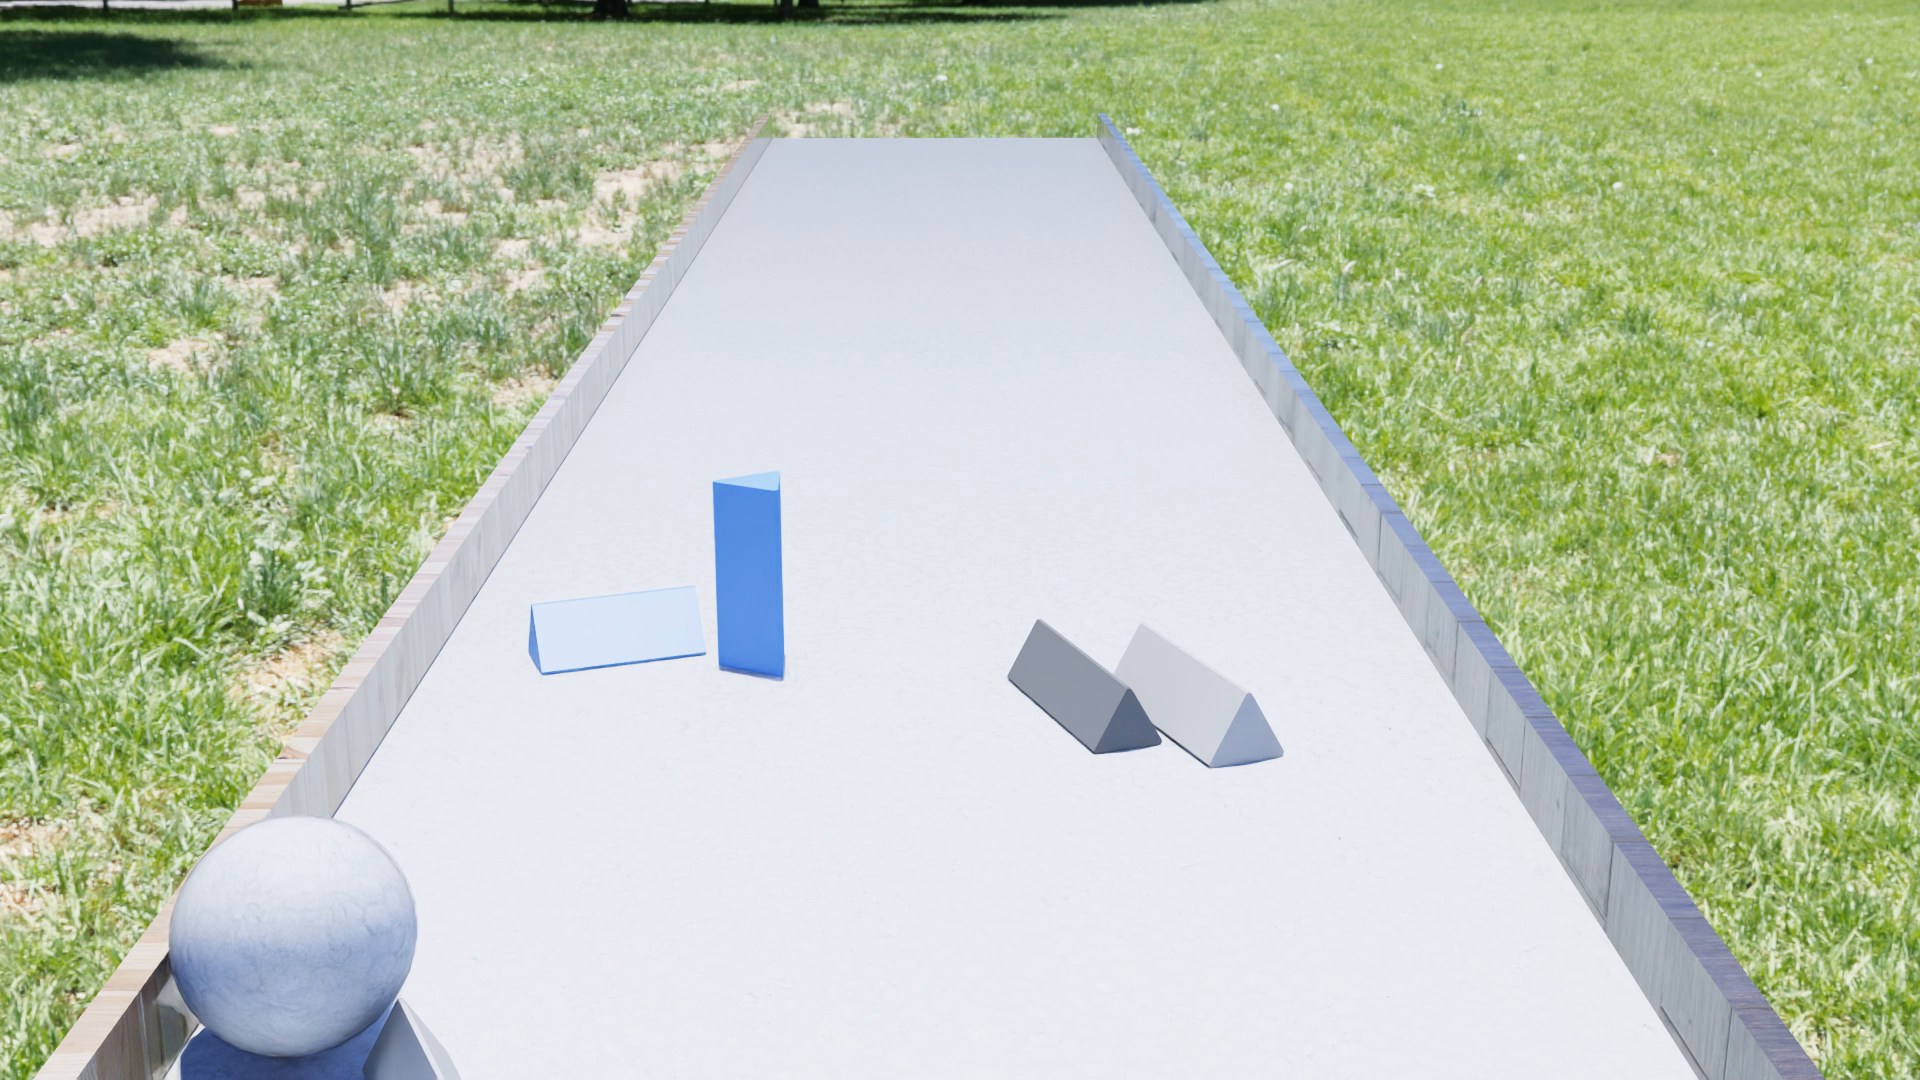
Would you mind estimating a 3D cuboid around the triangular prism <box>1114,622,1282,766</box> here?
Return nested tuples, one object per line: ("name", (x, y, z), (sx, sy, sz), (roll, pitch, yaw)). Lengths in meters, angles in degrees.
("triangular prism", (0.430, 0.275, 4.064), (0.149, 0.129, 0.416), (-7, 18, -21))

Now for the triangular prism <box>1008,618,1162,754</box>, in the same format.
("triangular prism", (0.228, 0.264, 4.126), (0.133, 0.115, 0.417), (-7, 18, -20))

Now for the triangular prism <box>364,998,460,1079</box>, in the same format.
("triangular prism", (-0.631, 0.702, 2.690), (0.110, 0.095, 0.458), (-8, 18, -25))

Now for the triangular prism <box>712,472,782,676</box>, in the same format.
("triangular prism", (-0.389, 0.061, 4.358), (0.147, 0.379, 0.127), (8, 19, 26))

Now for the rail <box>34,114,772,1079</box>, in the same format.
("rail", (-1.118, -0.838, 7.780), (0.050, 0.150, 12.000), (0, 17, -1))

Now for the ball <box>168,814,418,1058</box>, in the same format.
("ball", (-0.882, 0.523, 2.913), (0.316, 0.316, 0.316), (0, 17, 0))

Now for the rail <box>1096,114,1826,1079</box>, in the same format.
("rail", (0.932, -0.844, 7.801), (0.050, 0.150, 12.000), (0, 17, -1))
